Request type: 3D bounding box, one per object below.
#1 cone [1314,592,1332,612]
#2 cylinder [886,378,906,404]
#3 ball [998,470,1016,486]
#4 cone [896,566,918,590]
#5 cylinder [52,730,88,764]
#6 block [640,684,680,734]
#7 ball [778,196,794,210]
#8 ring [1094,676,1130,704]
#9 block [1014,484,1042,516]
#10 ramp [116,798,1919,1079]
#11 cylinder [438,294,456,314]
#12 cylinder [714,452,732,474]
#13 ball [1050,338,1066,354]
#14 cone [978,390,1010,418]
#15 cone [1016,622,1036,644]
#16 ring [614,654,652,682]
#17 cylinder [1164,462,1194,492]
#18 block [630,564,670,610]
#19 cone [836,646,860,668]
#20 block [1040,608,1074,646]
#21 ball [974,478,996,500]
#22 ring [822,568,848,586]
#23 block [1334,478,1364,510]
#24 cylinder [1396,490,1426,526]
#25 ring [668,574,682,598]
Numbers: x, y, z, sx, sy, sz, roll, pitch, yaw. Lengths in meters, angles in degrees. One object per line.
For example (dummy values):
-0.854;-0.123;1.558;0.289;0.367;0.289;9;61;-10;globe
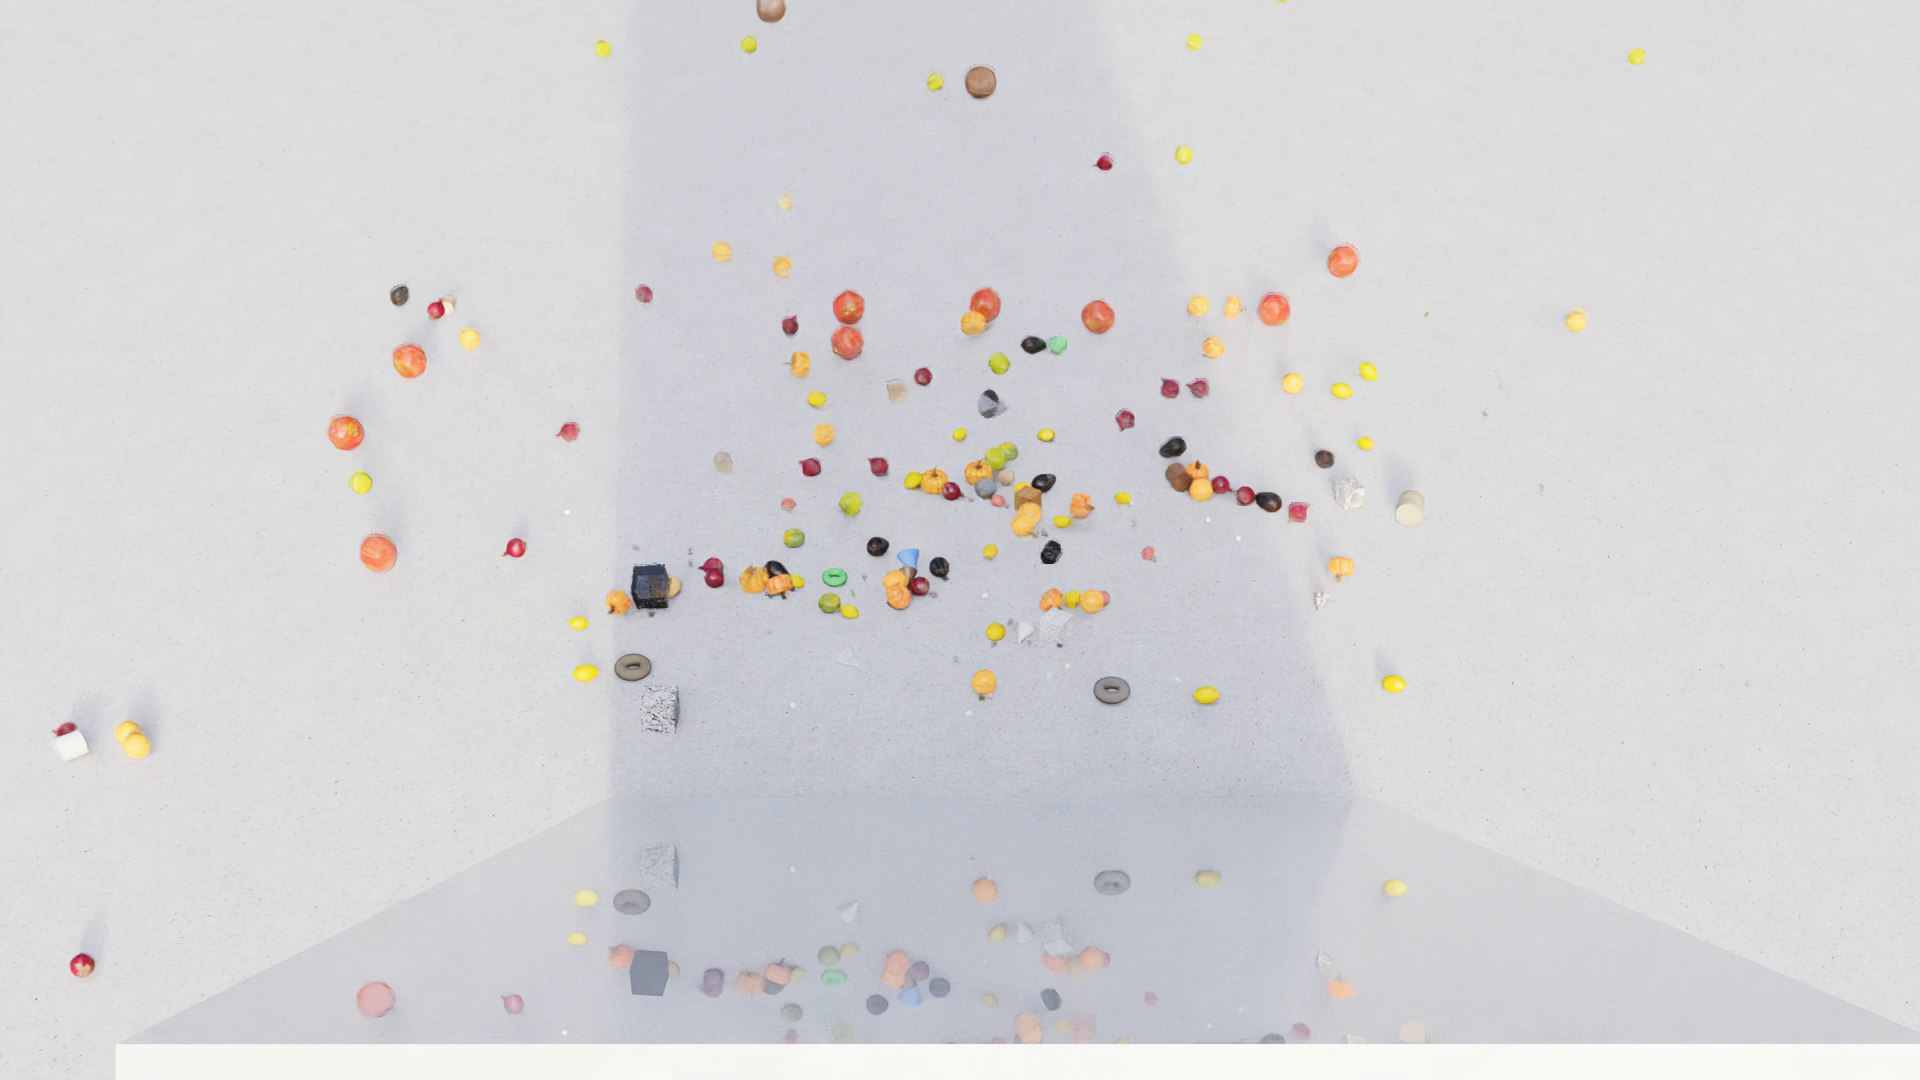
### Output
1.059;0.189;7.651;0.055;0.055;0.055;15;64;20;cone
-0.209;-0.493;8.594;0.059;0.059;0.059;-4;35;-6;cylinder
0.147;-0.195;8.174;0.054;0.054;0.054;0;35;0;ball
-0.156;0.122;7.743;0.064;0.064;0.064;-1;65;-1;cone
-2.426;0.563;7.079;0.070;0.070;0.070;-24;42;-30;cylinder
-0.830;0.468;7.194;0.093;0.093;0.093;2;35;3;block
-0.649;-1.259;9.690;0.055;0.055;0.055;0;35;0;ball
0.427;0.422;7.310;0.104;0.035;0.104;-1;35;1;ring
0.211;-0.122;8.064;0.061;0.061;0.061;20;40;26;block
0.077;0.664;4.836;2.000;0.100;4.000;0;-2;0;ramp
-1.789;-0.823;9.073;0.051;0.051;0.051;3;30;5;cylinder
-0.751;-0.247;8.249;0.052;0.052;0.052;-7;36;-10;cylinder
0.331;-0.661;8.838;0.054;0.054;0.054;0;35;0;ball
0.129;-0.442;8.535;0.096;0.096;0.096;6;25;-41;cone
0.180;0.277;7.524;0.059;0.059;0.059;16;65;21;cone
-0.931;0.362;7.396;0.106;0.035;0.106;1;36;-1;ring
0.689;-0.197;8.165;0.067;0.067;0.067;-12;38;-17;cylinder
-0.909;0.138;7.636;0.091;0.091;0.091;-3;54;6;block
-0.310;0.345;7.426;0.063;0.063;0.063;41;46;8;cone
0.280;0.251;7.523;0.070;0.070;0.070;20;40;26;block
0.080;-0.158;8.110;0.067;0.067;0.067;0;35;0;ball
-0.375;0.111;7.762;0.077;0.026;0.077;1;35;-1;ring
1.214;-0.145;8.092;0.065;0.065;0.065;-12;37;-17;block
1.390;-0.099;8.012;0.081;0.081;0.081;9;36;13;cylinder
-0.876;0.138;7.718;0.095;0.032;0.095;-2;38;1;ring
